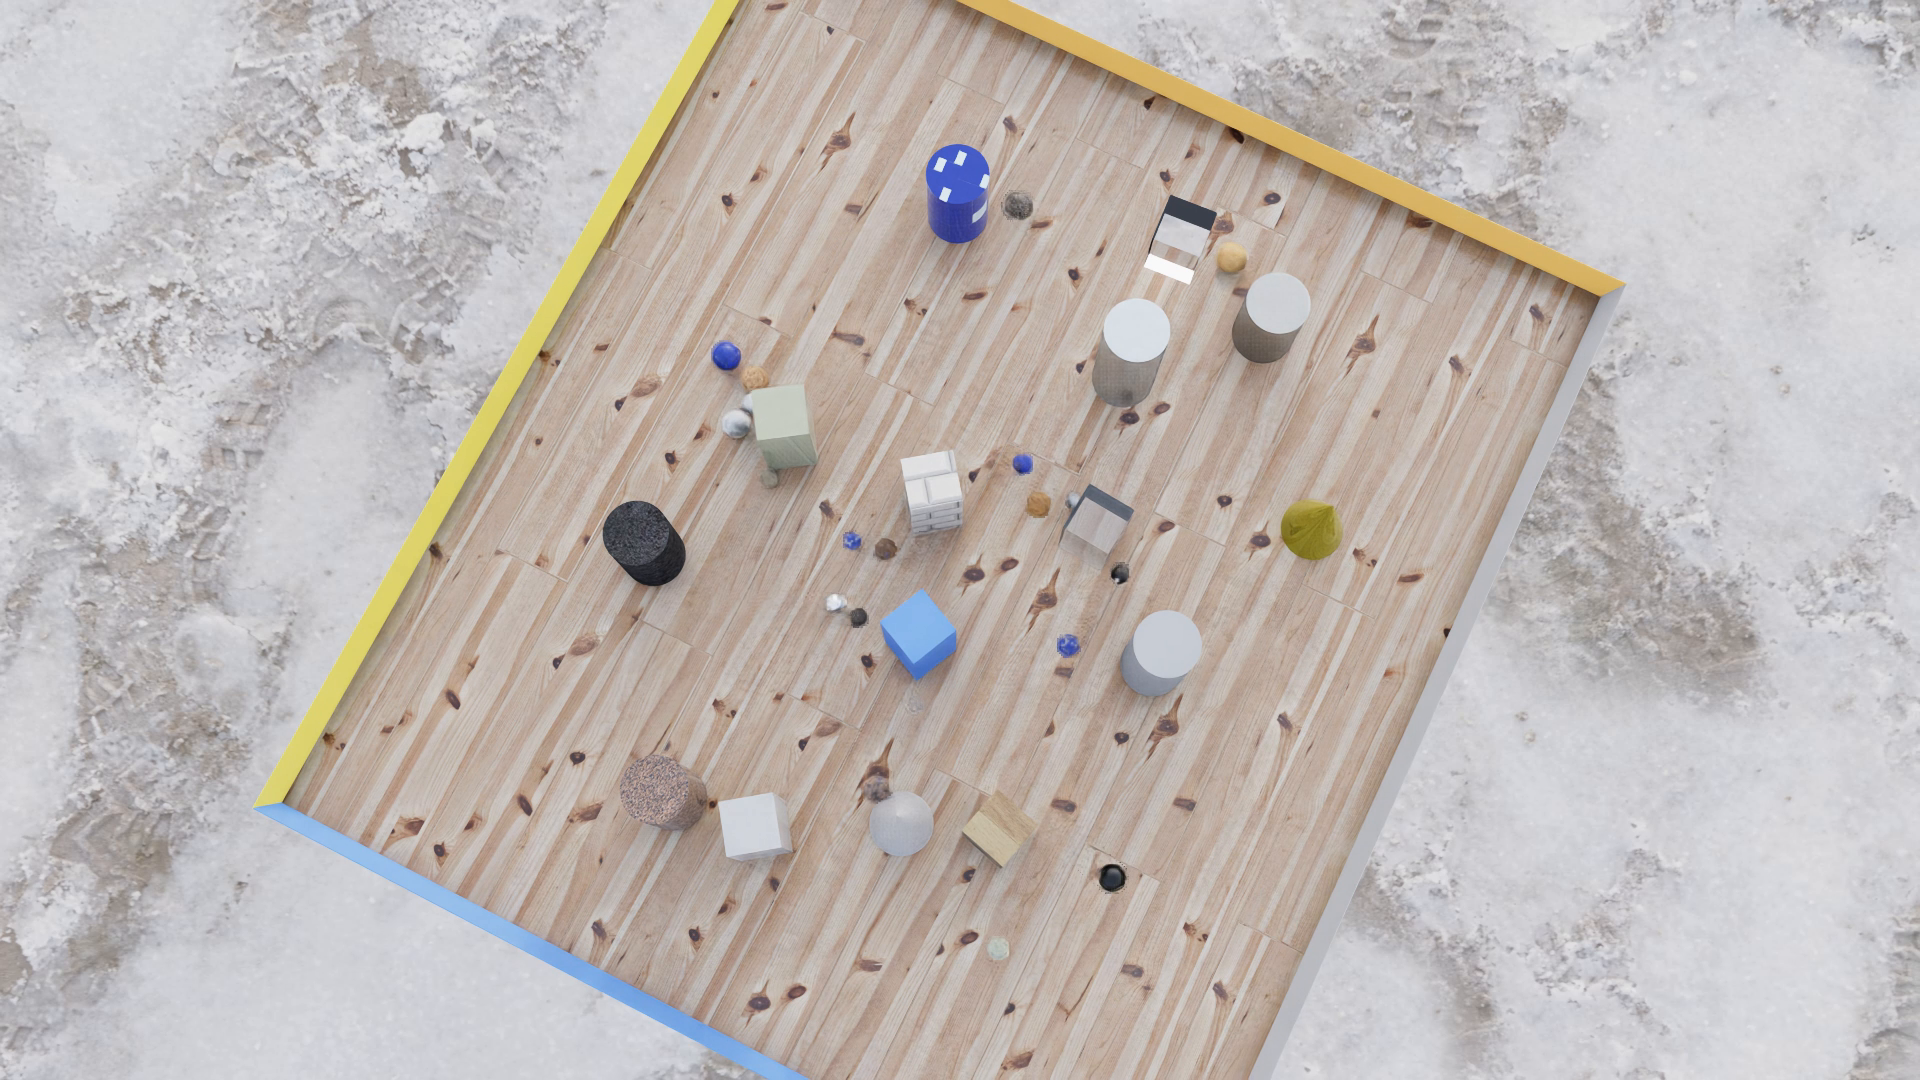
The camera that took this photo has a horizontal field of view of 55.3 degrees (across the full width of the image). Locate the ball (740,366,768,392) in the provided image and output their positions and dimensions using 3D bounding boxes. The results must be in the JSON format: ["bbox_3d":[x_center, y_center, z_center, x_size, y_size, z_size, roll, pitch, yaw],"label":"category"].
[{"bbox_3d":[-0.635,-0.499,5.676,0.086,0.086,0.086,0,78,0],"label":"ball"}]

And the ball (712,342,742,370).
[{"bbox_3d":[-0.723,-0.570,5.689,0.089,0.089,0.089,0,78,0],"label":"ball"}]

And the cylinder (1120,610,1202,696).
[{"bbox_3d":[0.580,0.334,5.330,0.192,0.426,0.192,0,78,0],"label":"cylinder"}]

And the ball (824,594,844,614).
[{"bbox_3d":[-0.380,0.192,5.545,0.062,0.062,0.062,0,78,0],"label":"ball"}]

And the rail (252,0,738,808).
[{"bbox_3d":[-1.305,-0.632,5.683,0.045,0.125,3.277,26,80,5],"label":"rail"}]

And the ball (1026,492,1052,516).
[{"bbox_3d":[0.240,-0.111,5.601,0.076,0.076,0.076,0,78,0],"label":"ball"}]

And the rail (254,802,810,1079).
[{"bbox_3d":[-0.722,1.421,5.258,2.965,0.125,0.045,26,80,5],"label":"rail"}]

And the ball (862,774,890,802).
[{"bbox_3d":[-0.246,0.732,5.394,0.081,0.081,0.081,0,78,0],"label":"ball"}]

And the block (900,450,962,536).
[{"bbox_3d":[-0.082,-0.137,5.463,0.154,0.357,0.154,-11,79,-2],"label":"block"}]

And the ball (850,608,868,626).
[{"bbox_3d":[-0.307,0.232,5.541,0.054,0.054,0.054,0,78,0],"label":"ball"}]

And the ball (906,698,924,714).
[{"bbox_3d":[-0.135,0.496,5.489,0.049,0.049,0.049,0,78,0],"label":"ball"}]

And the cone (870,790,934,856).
[{"bbox_3d":[-0.174,0.801,5.243,0.192,0.407,0.192,0,78,0],"label":"cone"}]

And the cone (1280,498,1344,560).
[{"bbox_3d":[1.081,-0.066,5.465,0.192,0.324,0.192,0,78,0],"label":"cone"}]

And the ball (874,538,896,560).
[{"bbox_3d":[-0.227,0.029,5.576,0.068,0.068,0.068,0,78,0],"label":"ball"}]

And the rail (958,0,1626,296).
[{"bbox_3d":[0.722,-1.408,5.843,2.965,0.125,0.045,26,80,5],"label":"rail"}]

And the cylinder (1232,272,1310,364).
[{"bbox_3d":[0.949,-0.676,5.604,0.192,0.299,0.192,0,78,0],"label":"cylinder"}]

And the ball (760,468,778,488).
[{"bbox_3d":[-0.587,-0.192,5.626,0.058,0.058,0.058,0,78,0],"label":"ball"}]

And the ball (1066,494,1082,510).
[{"bbox_3d":[0.350,-0.118,5.615,0.052,0.052,0.052,0,78,0],"label":"ball"}]

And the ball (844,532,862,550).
[{"bbox_3d":[-0.326,0.004,5.589,0.053,0.053,0.053,0,78,0],"label":"ball"}]

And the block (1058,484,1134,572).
[{"bbox_3d":[0.405,-0.035,5.484,0.154,0.273,0.154,31,80,6],"label":"block"}]

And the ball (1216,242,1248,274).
[{"bbox_3d":[0.854,-0.886,5.751,0.096,0.096,0.096,0,78,0],"label":"ball"}]

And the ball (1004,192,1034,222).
[{"bbox_3d":[0.184,-1.054,5.787,0.093,0.093,0.093,0,78,0],"label":"ball"}]

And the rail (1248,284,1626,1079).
[{"bbox_3d":[1.305,0.646,5.418,0.045,0.125,3.277,26,80,5],"label":"rail"}]

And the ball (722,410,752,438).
[{"bbox_3d":[-0.687,-0.358,5.646,0.087,0.087,0.087,0,78,0],"label":"ball"}]

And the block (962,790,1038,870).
[{"bbox_3d":[0.113,0.839,5.302,0.154,0.275,0.154,41,81,8],"label":"block"}]

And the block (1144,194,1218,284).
[{"bbox_3d":[0.683,-0.930,5.683,0.154,0.246,0.154,22,79,4],"label":"block"}]

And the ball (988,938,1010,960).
[{"bbox_3d":[0.112,1.191,5.337,0.066,0.066,0.066,0,78,0],"label":"ball"}]

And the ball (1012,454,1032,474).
[{"bbox_3d":[0.191,-0.236,5.634,0.061,0.061,0.061,0,78,0],"label":"ball"}]

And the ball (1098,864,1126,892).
[{"bbox_3d":[0.446,0.990,5.370,0.082,0.082,0.082,0,78,0],"label":"ball"}]

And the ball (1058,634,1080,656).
[{"bbox_3d":[0.328,0.316,5.518,0.064,0.064,0.064,0,78,0],"label":"ball"}]

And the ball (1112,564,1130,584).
[{"bbox_3d":[0.488,0.104,5.566,0.058,0.058,0.058,0,78,0],"label":"ball"}]

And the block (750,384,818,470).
[{"bbox_3d":[-0.523,-0.337,5.503,0.154,0.358,0.154,-8,78,-2],"label":"block"}]

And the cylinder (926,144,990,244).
[{"bbox_3d":[-0.007,-1.067,5.670,0.192,0.328,0.192,0,78,0],"label":"cylinder"}]

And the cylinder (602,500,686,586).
[{"bbox_3d":[-0.935,0.013,5.445,0.192,0.331,0.192,0,78,0],"label":"cylinder"}]

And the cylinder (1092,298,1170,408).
[{"bbox_3d":[0.508,-0.554,5.488,0.192,0.475,0.192,0,78,0],"label":"cylinder"}]

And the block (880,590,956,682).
[{"bbox_3d":[-0.118,0.281,5.364,0.154,0.380,0.154,-38,81,-7],"label":"block"}]

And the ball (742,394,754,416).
[{"bbox_3d":[-0.643,-0.421,5.669,0.068,0.068,0.068,0,78,0],"label":"ball"}]

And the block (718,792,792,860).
[{"bbox_3d":[-0.583,0.826,5.260,0.154,0.363,0.154,-10,78,-2],"label":"block"}]

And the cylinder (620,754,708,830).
[{"bbox_3d":[-0.848,0.731,5.271,0.192,0.380,0.192,0,78,0],"label":"cylinder"}]
